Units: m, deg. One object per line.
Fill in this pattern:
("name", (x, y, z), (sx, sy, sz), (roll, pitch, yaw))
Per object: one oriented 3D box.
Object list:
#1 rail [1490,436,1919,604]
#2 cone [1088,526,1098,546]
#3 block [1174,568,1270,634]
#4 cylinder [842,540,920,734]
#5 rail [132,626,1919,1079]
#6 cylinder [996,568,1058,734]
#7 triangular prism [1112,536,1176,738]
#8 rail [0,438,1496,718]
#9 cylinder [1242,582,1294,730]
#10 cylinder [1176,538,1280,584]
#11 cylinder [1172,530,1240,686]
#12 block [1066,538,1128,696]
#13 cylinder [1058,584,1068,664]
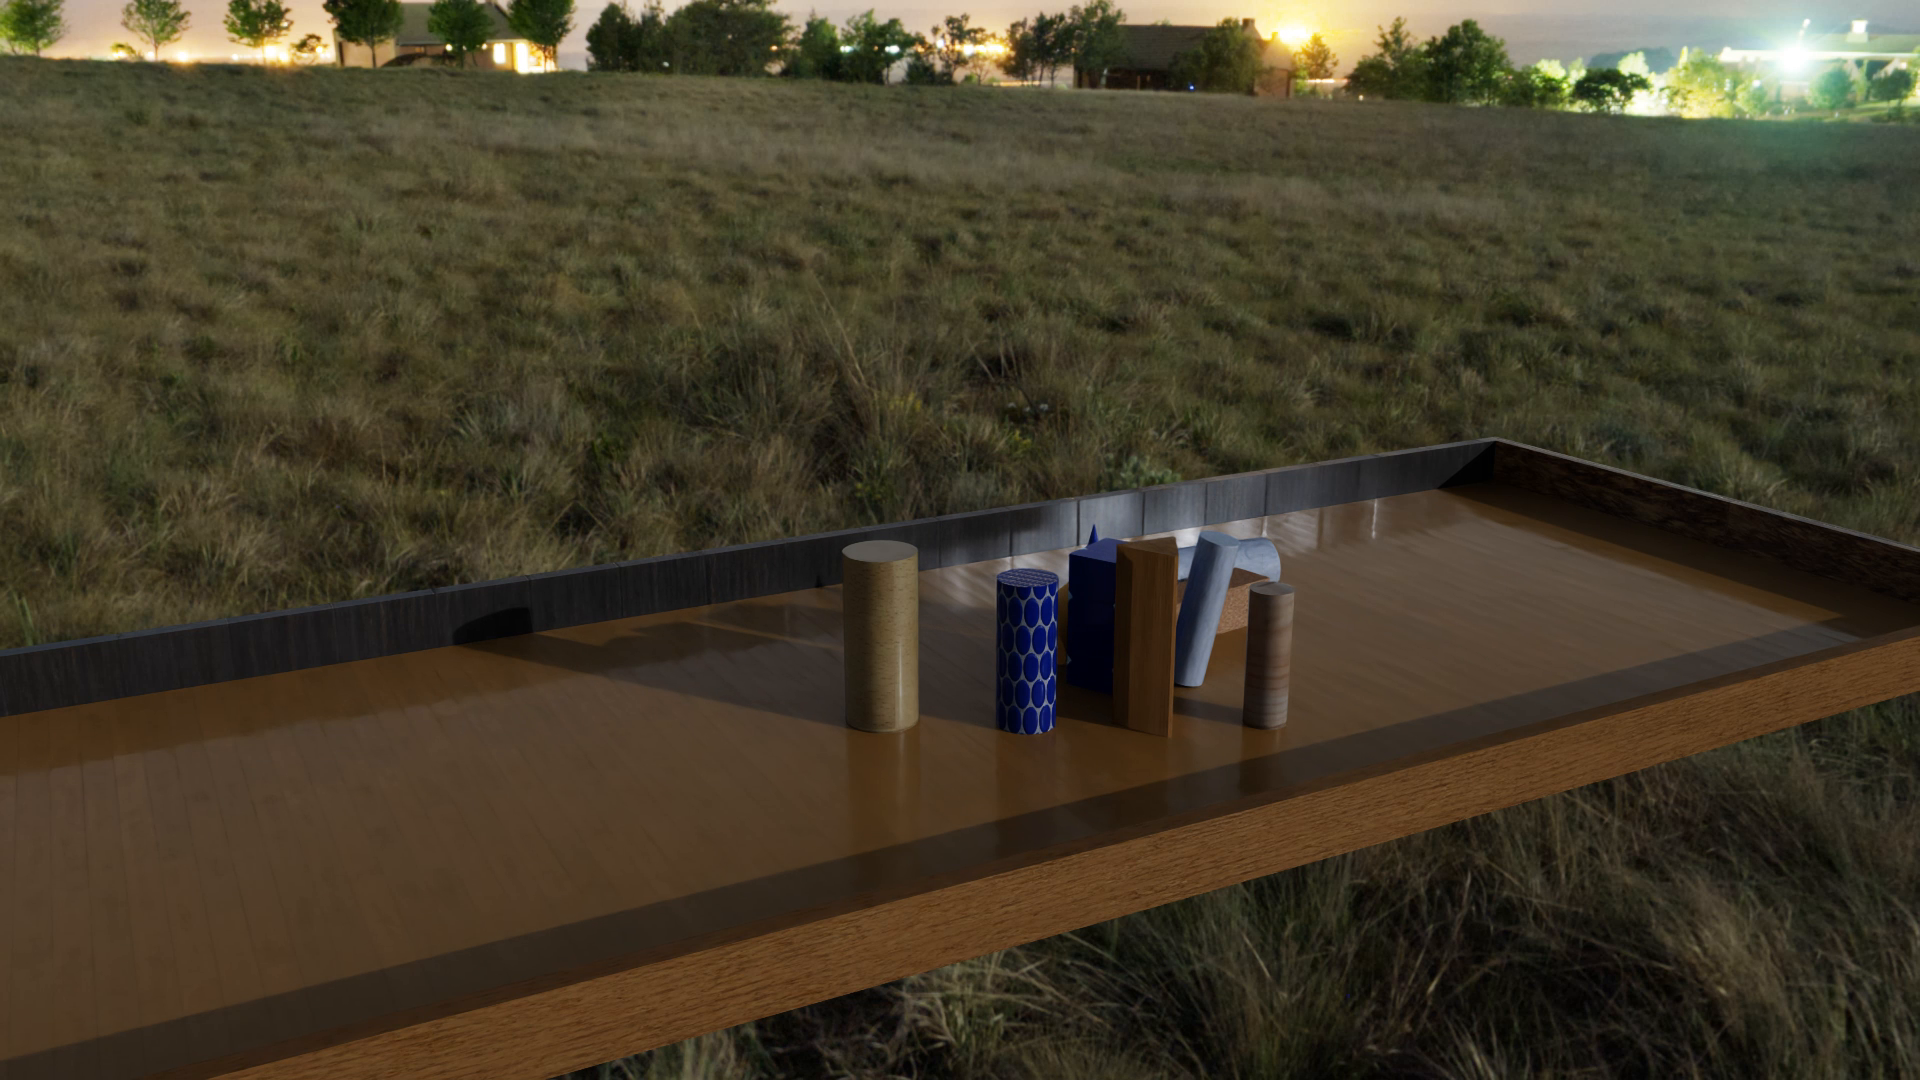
("rail", (2.466, -0.048, 5.253), (0.050, 0.150, 2.100), (-9, 18, -27))
("cone", (0.358, 0.104, 4.448), (0.164, 0.312, 0.164), (0, 16, 0))
("block", (0.663, 0.185, 4.509), (0.400, 0.123, 0.123), (-13, 21, -37))
("cylinder", (-0.184, 0.225, 3.852), (0.175, 0.416, 0.175), (0, 16, 0))
("rail", (-2.336, 1.006, 1.665), (12.000, 0.150, 0.050), (-9, 18, -27))
("cylinder", (0.155, 0.258, 3.839), (0.143, 0.359, 0.143), (0, 16, 0))
("triangular prism", (0.459, 0.218, 3.838), (0.155, 0.438, 0.134), (11, 20, 33))
("rail", (-3.305, 0.497, 3.399), (12.000, 0.150, 0.050), (-9, 18, -27))
("cylinder", (0.719, 0.270, 3.849), (0.104, 0.331, 0.104), (0, 16, 0))
("cylinder", (0.717, 0.093, 4.755), (0.383, 0.161, 0.161), (-7, 18, -22))
("cylinder", (0.597, 0.171, 4.082), (0.101, 0.378, 0.101), (10, 19, -4))
("block", (0.388, 0.192, 4.098), (0.174, 0.341, 0.174), (12, 20, 34))
("cylinder", (0.347, 0.162, 4.303), (0.349, 0.160, 0.160), (-35, 32, -24))
